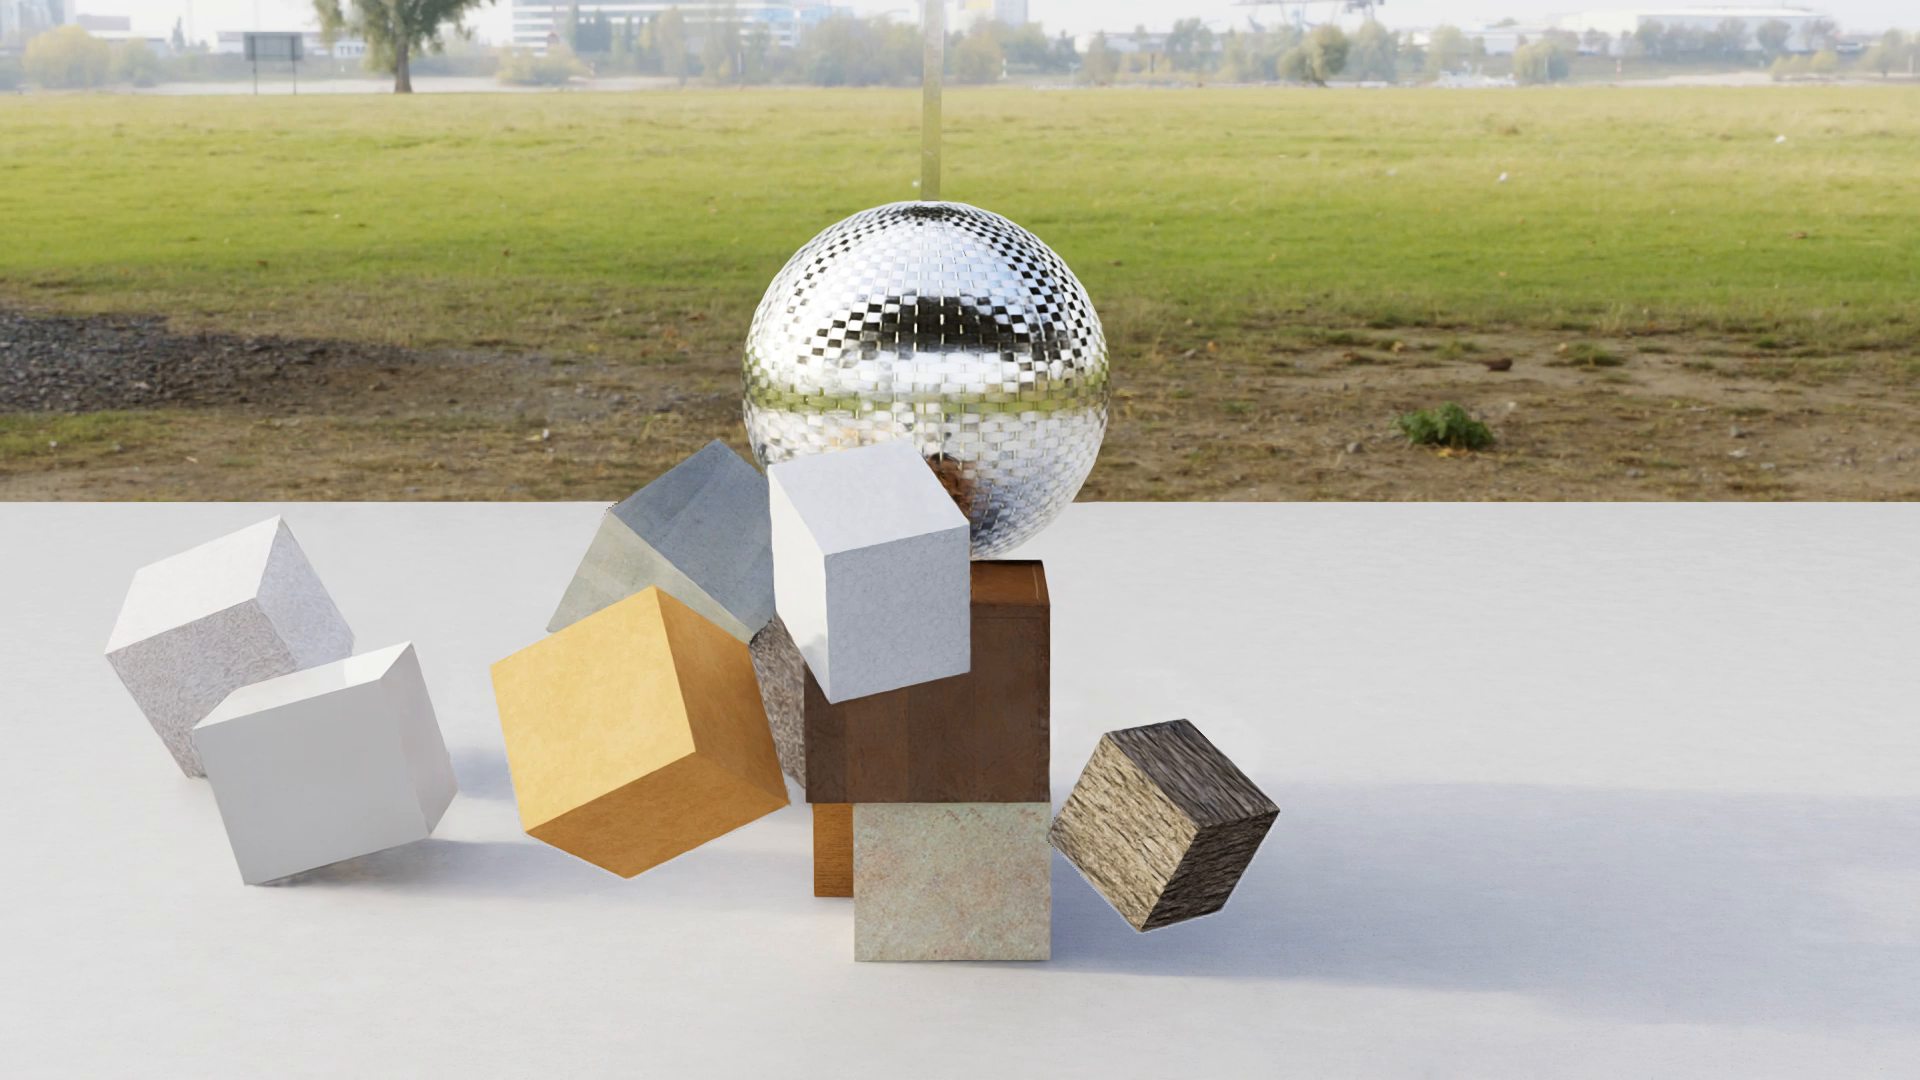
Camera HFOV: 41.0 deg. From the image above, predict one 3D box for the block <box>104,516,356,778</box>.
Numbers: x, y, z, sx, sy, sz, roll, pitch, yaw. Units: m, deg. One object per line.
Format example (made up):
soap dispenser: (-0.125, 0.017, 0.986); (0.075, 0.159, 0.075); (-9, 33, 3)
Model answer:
block: (-3.688, 0.537, 13.043); (0.823, 0.811, 0.809); (-20, 30, 7)

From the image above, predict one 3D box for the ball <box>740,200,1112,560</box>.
ball: (-0.146, -0.661, 11.060); (1.600, 1.600, 1.600); (0, 10, 0)

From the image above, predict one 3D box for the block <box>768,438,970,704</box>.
block: (-0.332, 0.104, 9.428); (0.545, 0.644, 0.644); (-12, 35, -17)

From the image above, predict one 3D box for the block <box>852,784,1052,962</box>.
block: (-0.031, 1.265, 10.585); (0.786, 0.722, 0.755); (0, 10, 0)

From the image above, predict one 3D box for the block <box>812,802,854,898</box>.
block: (-0.212, 1.022, 11.413); (0.840, 0.905, 0.836); (0, 10, 0)

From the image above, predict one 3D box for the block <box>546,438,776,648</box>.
block: (-1.270, 0.252, 12.621); (0.914, 0.859, 0.941); (39, 37, 8)

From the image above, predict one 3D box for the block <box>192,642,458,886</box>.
block: (-2.826, 0.991, 11.517); (0.844, 0.735, 0.754); (-15, 10, 1)

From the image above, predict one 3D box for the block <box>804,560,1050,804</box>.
block: (-0.127, 0.550, 10.319); (0.947, 0.779, 0.926); (0, 11, 0)

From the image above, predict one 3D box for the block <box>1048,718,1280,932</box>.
block: (0.695, 0.969, 8.785); (0.443, 0.465, 0.494); (-5, 40, -46)

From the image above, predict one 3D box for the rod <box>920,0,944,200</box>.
rod: (-0.063, -4.005, 10.452); (0.080, 5.200, 0.080); (1, 10, 0)

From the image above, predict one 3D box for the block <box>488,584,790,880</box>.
block: (-1.175, 0.717, 9.422); (0.716, 0.682, 0.703); (-26, -29, 14)

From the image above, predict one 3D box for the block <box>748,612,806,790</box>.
block: (-0.573, 0.749, 12.267); (0.870, 0.699, 0.700); (39, 13, 8)
